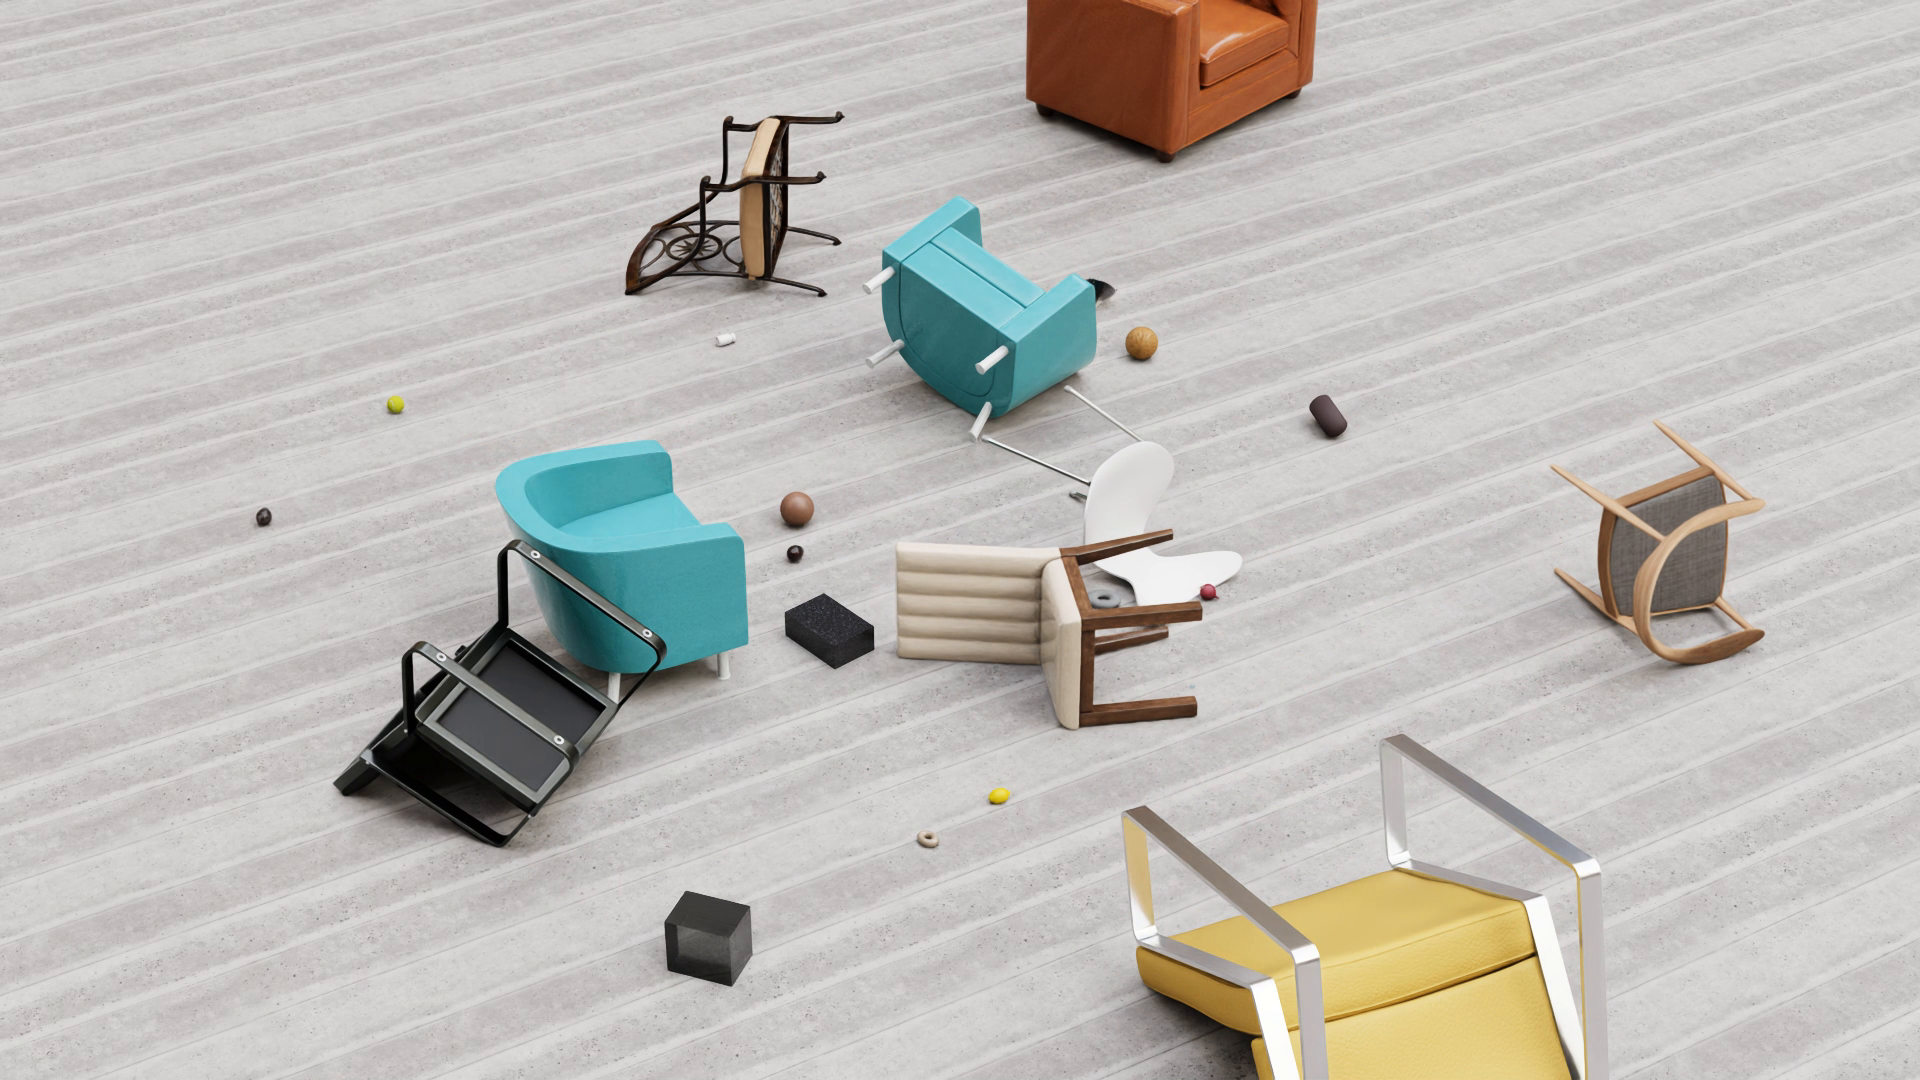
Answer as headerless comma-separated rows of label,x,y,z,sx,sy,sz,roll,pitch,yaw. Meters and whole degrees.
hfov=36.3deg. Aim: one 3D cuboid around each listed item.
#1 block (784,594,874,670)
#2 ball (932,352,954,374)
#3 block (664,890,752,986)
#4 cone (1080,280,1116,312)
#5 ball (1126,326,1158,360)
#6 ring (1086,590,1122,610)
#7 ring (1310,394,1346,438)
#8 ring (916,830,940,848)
block,-0.461,0.321,10.366,0.181,0.100,0.278,-26,41,-34
ball,-0.069,-0.723,11.966,0.082,0.082,0.082,0,33,0
block,-0.765,1.213,8.927,0.215,0.195,0.157,11,35,17
cone,0.571,-1.017,12.430,0.154,0.155,0.115,25,68,-22
ball,0.746,-0.810,12.050,0.136,0.136,0.136,0,33,0
ring,0.518,0.214,10.594,0.130,0.029,0.102,9,35,14
ring,1.454,-0.490,11.576,0.095,0.123,0.210,-35,45,8
ring,-0.103,0.963,9.457,0.081,0.028,0.061,27,43,36
